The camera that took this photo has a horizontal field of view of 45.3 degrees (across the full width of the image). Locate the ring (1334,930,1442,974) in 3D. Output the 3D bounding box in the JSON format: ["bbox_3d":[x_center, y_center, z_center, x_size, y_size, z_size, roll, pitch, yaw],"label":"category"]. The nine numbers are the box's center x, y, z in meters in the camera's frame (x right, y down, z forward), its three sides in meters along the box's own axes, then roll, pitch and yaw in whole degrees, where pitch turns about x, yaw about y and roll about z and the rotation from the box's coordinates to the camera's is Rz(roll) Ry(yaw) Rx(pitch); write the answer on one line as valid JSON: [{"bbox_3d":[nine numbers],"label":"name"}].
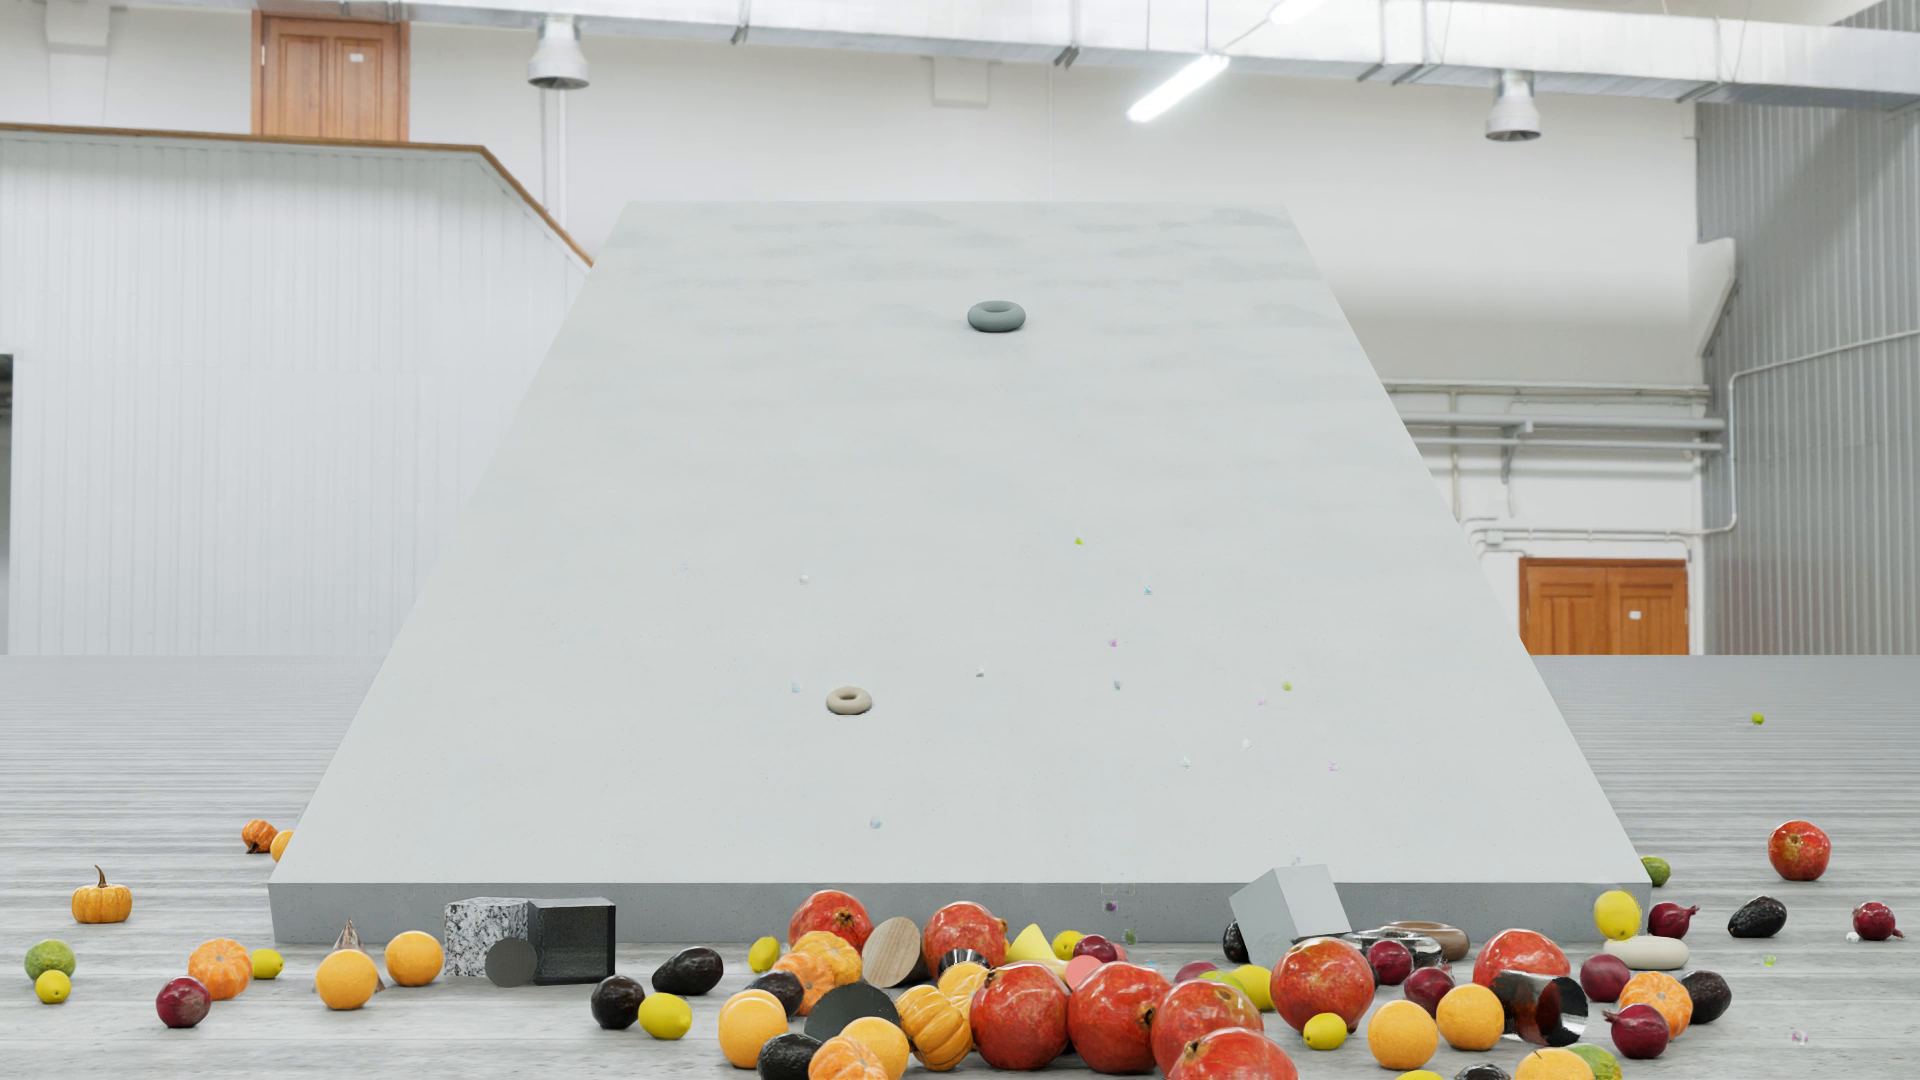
[{"bbox_3d":[0.573,0.551,3.079,0.142,0.047,0.142,1,-4,0],"label":"ring"}]

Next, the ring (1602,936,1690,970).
[{"bbox_3d":[0.924,0.556,3.104,0.113,0.038,0.113,0,-4,0],"label":"ring"}]

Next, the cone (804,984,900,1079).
[{"bbox_3d":[-0.100,0.517,2.355,0.099,0.099,0.099,-1,-29,11],"label":"cone"}]

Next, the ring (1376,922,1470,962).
[{"bbox_3d":[0.639,0.557,3.193,0.134,0.045,0.134,1,-2,0],"label":"ring"}]

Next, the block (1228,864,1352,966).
[{"bbox_3d":[0.447,0.508,3.123,0.100,0.100,0.100,2,-32,-37],"label":"block"}]

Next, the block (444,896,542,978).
[{"bbox_3d":[-0.619,0.526,3.056,0.093,0.093,0.093,-1,-3,17],"label":"block"}]

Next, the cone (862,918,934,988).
[{"bbox_3d":[-0.061,0.547,2.961,0.095,0.095,0.095,-2,-30,40],"label":"cone"}]

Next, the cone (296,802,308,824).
[{"bbox_3d":[-1.614,0.670,5.681,0.052,0.052,0.052,0,-3,0],"label":"cone"}]

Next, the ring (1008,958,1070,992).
[{"bbox_3d":[0.107,0.550,2.913,0.095,0.032,0.095,1,-2,0],"label":"ring"}]

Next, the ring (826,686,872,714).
[{"bbox_3d":[-0.185,0.268,3.841,0.076,0.025,0.076,-1,24,0],"label":"ring"}]

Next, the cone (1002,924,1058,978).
[{"bbox_3d":[0.110,0.551,2.978,0.080,0.080,0.080,28,10,26],"label":"cone"}]

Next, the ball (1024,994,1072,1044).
[{"bbox_3d":[0.095,0.520,2.502,0.054,0.054,0.054,0,-3,0],"label":"ball"}]

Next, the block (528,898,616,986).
[{"bbox_3d":[-0.505,0.520,2.988,0.099,0.099,0.099,1,-3,-19],"label":"block"}]

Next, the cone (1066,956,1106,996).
[{"bbox_3d":[0.154,0.553,2.879,0.052,0.052,0.052,0,-29,-6],"label":"cone"}]

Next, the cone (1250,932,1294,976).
[{"bbox_3d":[0.416,0.560,3.061,0.059,0.059,0.059,0,-29,10],"label":"cone"}]

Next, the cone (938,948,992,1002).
[{"bbox_3d":[0.002,0.546,2.815,0.067,0.067,0.067,0,24,7],"label":"cone"}]

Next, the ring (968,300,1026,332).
[{"bbox_3d":[0.092,-0.566,5.829,0.149,0.050,0.149,-1,24,0],"label":"ring"}]

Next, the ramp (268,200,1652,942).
[{"bbox_3d":[-0.007,-0.223,5.193,2.000,0.100,4.000,0,22,0],"label":"ramp"}]

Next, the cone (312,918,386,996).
[{"bbox_3d":[-0.768,0.520,2.894,0.091,0.091,0.091,0,-3,0],"label":"cone"}]

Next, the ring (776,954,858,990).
[{"bbox_3d":[-0.183,0.550,2.935,0.104,0.035,0.104,-1,-1,0],"label":"ring"}]
